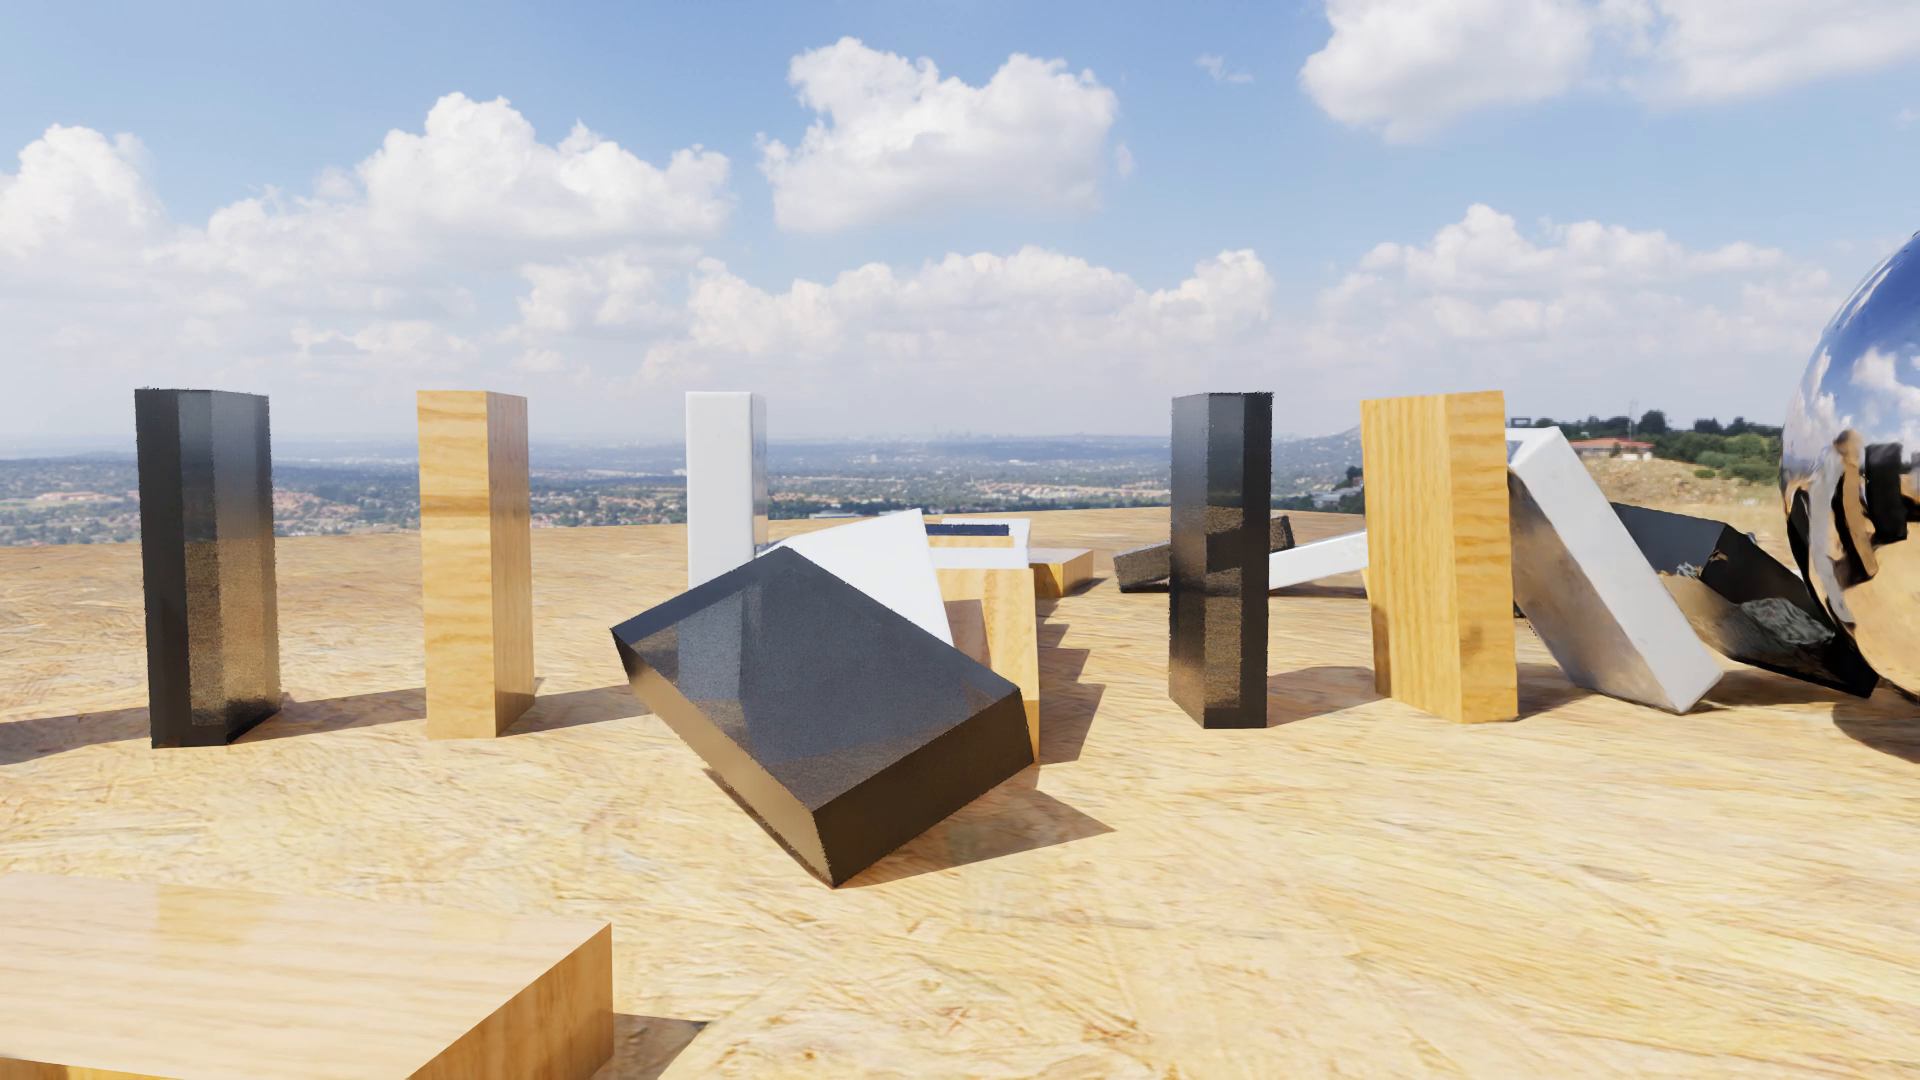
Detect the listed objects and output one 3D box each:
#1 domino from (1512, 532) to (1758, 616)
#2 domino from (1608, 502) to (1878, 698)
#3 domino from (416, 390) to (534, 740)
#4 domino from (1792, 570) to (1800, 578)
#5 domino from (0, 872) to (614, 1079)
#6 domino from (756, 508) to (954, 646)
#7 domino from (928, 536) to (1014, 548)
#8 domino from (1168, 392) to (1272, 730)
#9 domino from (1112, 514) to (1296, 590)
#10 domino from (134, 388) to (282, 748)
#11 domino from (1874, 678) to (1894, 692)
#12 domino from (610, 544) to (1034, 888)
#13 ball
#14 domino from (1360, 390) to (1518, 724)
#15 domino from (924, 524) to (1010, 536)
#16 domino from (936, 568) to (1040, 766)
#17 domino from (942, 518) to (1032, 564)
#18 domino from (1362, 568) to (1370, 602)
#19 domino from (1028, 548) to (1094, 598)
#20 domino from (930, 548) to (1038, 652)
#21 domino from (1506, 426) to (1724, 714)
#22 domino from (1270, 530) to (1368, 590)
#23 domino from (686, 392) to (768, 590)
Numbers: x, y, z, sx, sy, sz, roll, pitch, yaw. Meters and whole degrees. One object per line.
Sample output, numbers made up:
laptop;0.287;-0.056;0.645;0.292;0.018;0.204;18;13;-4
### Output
domino;0.159;0.009;0.307;0.025;0.009;0.050;-4;-9;-42
domino;0.129;0.010;0.215;0.050;0.010;0.025;27;-1;-25
domino;-0.073;0.003;0.196;0.009;0.050;0.025;0;4;-6
domino;0.177;0.012;0.272;0.025;0.009;0.050;-3;-9;-32
domino;-0.051;0.032;0.082;0.050;0.009;0.025;1;4;12
domino;-0.014;0.013;0.172;0.025;0.009;0.050;-13;28;-2
domino;-0.001;0.012;0.268;0.025;0.010;0.050;0;19;1
domino;0.041;0.002;0.202;0.009;0.050;0.025;0;4;-3
domino;0.070;0.003;0.375;0.050;0.009;0.025;-14;0;7
domino;-0.111;0.003;0.190;0.010;0.050;0.025;-1;4;-12
domino;0.172;0.021;0.227;0.025;0.009;0.050;-1;4;-7
domino;-0.017;0.017;0.145;0.025;0.010;0.050;-27;31;-27
ball;0.149;-0.009;0.159;0.080;0.080;0.080;0;4;0
domino;0.076;0.002;0.206;0.010;0.050;0.025;-6;5;-12
domino;-0.001;0.009;0.305;0.025;0.009;0.050;0;19;2
domino;-0.001;0.017;0.193;0.025;0.009;0.050;0;19;2
domino;0.005;0.006;0.343;0.025;0.009;0.050;0;18;6
domino;0.134;0.006;0.335;0.050;0.009;0.025;-16;-6;38
domino;0.023;0.009;0.382;0.025;0.009;0.050;1;4;16
domino;0.000;0.014;0.231;0.025;0.010;0.050;0;19;1
domino;0.099;0.004;0.209;0.009;0.050;0.025;-40;11;-7
domino;0.105;0.004;0.361;0.050;0.009;0.025;-15;-2;22
domino;-0.036;0.003;0.199;0.010;0.050;0.025;0;4;-4
